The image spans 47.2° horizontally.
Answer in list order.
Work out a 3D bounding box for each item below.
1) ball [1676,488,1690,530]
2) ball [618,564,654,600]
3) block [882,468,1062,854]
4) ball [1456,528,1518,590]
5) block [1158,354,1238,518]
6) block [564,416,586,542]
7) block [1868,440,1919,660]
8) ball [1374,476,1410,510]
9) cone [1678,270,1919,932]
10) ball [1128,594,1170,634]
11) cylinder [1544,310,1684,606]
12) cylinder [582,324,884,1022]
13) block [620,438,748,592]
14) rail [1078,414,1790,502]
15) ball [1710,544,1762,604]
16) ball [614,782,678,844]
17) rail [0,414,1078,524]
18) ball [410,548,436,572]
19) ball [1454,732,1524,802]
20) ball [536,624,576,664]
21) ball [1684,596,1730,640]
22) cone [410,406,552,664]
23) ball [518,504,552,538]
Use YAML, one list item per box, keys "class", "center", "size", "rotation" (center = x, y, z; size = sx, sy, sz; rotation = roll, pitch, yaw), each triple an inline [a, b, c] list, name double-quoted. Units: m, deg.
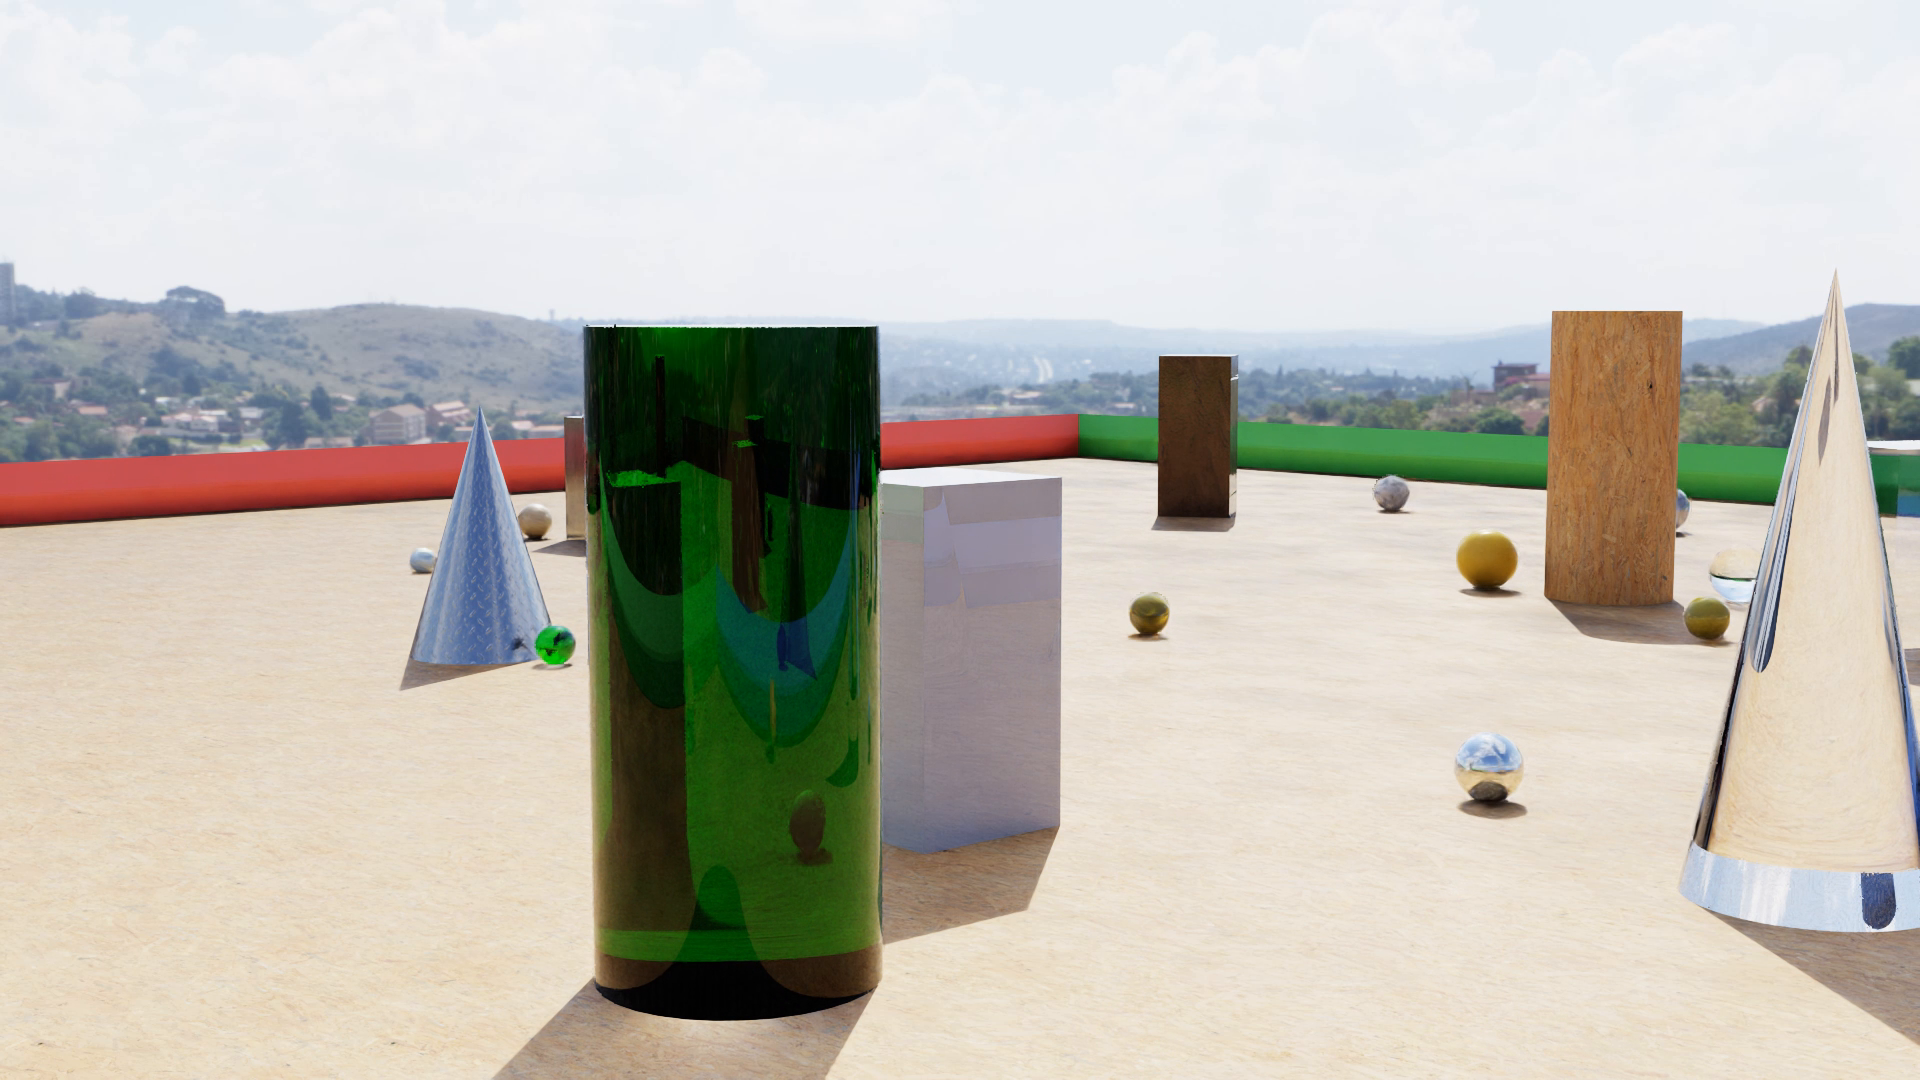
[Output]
- class: "ball"
  center: [1.413, -0.063, 4.403]
  size: [0.093, 0.093, 0.093]
  rotation: [0, 6, 0]
- class: "ball"
  center: [-0.498, 0.065, 3.374]
  size: [0.054, 0.054, 0.054]
  rotation: [0, 6, 0]
- class: "block"
  center: [-0.022, 0.096, 1.894]
  size: [0.154, 0.302, 0.154]
  rotation: [-5, 8, -41]
- class: "ball"
  center: [0.840, 0.030, 3.501]
  size: [0.096, 0.096, 0.096]
  rotation: [0, 6, 0]
- class: "block"
  center: [0.518, -0.228, 4.776]
  size: [0.154, 0.345, 0.154]
  rotation: [1, 6, 13]
- class: "block"
  center: [-0.653, -0.120, 4.252]
  size: [0.154, 0.238, 0.154]
  rotation: [5, 8, 39]
- class: "block"
  center: [1.235, 0.010, 2.870]
  size: [0.154, 0.269, 0.154]
  rotation: [-2, 6, -15]
- class: "ball"
  center: [0.955, -0.103, 4.866]
  size: [0.076, 0.076, 0.076]
  rotation: [0, 6, 0]
- class: "cone"
  center: [0.646, 0.034, 1.647]
  size: [0.193, 0.476, 0.193]
  rotation: [0, 6, 0]
- class: "ball"
  center: [0.259, 0.101, 3.014]
  size: [0.057, 0.057, 0.057]
  rotation: [0, 6, 0]
- class: "cylinder"
  center: [1.005, -0.131, 3.387]
  size: [0.193, 0.441, 0.193]
  rotation: [0, 6, 0]
- class: "cylinder"
  center: [-0.148, 0.076, 1.453]
  size: [0.193, 0.433, 0.193]
  rotation: [0, 6, 0]
- class: "block"
  center: [-0.444, -0.043, 3.557]
  size: [0.154, 0.231, 0.154]
  rotation: [2, 6, 16]
- class: "rail"
  center: [1.862, -0.147, 5.041]
  size: [0.045, 0.125, 4.480]
  rotation: [-6, 8, -42]
- class: "ball"
  center: [1.184, 0.051, 3.337]
  size: [0.090, 0.090, 0.090]
  rotation: [0, 6, 0]
- class: "ball"
  center: [-0.262, 0.228, 1.835]
  size: [0.052, 0.052, 0.052]
  rotation: [0, 6, 0]
- class: "rail"
  center: [-1.503, -0.138, 4.952]
  size: [5.115, 0.125, 0.045]
  rotation: [-6, 8, -42]
- class: "ball"
  center: [-0.910, 0.034, 3.720]
  size: [0.043, 0.043, 0.043]
  rotation: [0, 6, 0]
- class: "ball"
  center: [0.479, 0.206, 1.991]
  size: [0.063, 0.063, 0.063]
  rotation: [0, 6, 0]
- class: "ball"
  center: [-0.507, 0.131, 2.761]
  size: [0.050, 0.050, 0.050]
  rotation: [0, 6, 0]
- class: "ball"
  center: [1.007, 0.105, 2.964]
  size: [0.060, 0.060, 0.060]
  rotation: [0, 6, 0]
- class: "cone"
  center: [-0.616, -0.014, 2.838]
  size: [0.193, 0.323, 0.193]
  rotation: [0, 6, 0]
- class: "ball"
  center: [-0.827, -0.037, 4.277]
  size: [0.068, 0.068, 0.068]
  rotation: [0, 6, 0]
